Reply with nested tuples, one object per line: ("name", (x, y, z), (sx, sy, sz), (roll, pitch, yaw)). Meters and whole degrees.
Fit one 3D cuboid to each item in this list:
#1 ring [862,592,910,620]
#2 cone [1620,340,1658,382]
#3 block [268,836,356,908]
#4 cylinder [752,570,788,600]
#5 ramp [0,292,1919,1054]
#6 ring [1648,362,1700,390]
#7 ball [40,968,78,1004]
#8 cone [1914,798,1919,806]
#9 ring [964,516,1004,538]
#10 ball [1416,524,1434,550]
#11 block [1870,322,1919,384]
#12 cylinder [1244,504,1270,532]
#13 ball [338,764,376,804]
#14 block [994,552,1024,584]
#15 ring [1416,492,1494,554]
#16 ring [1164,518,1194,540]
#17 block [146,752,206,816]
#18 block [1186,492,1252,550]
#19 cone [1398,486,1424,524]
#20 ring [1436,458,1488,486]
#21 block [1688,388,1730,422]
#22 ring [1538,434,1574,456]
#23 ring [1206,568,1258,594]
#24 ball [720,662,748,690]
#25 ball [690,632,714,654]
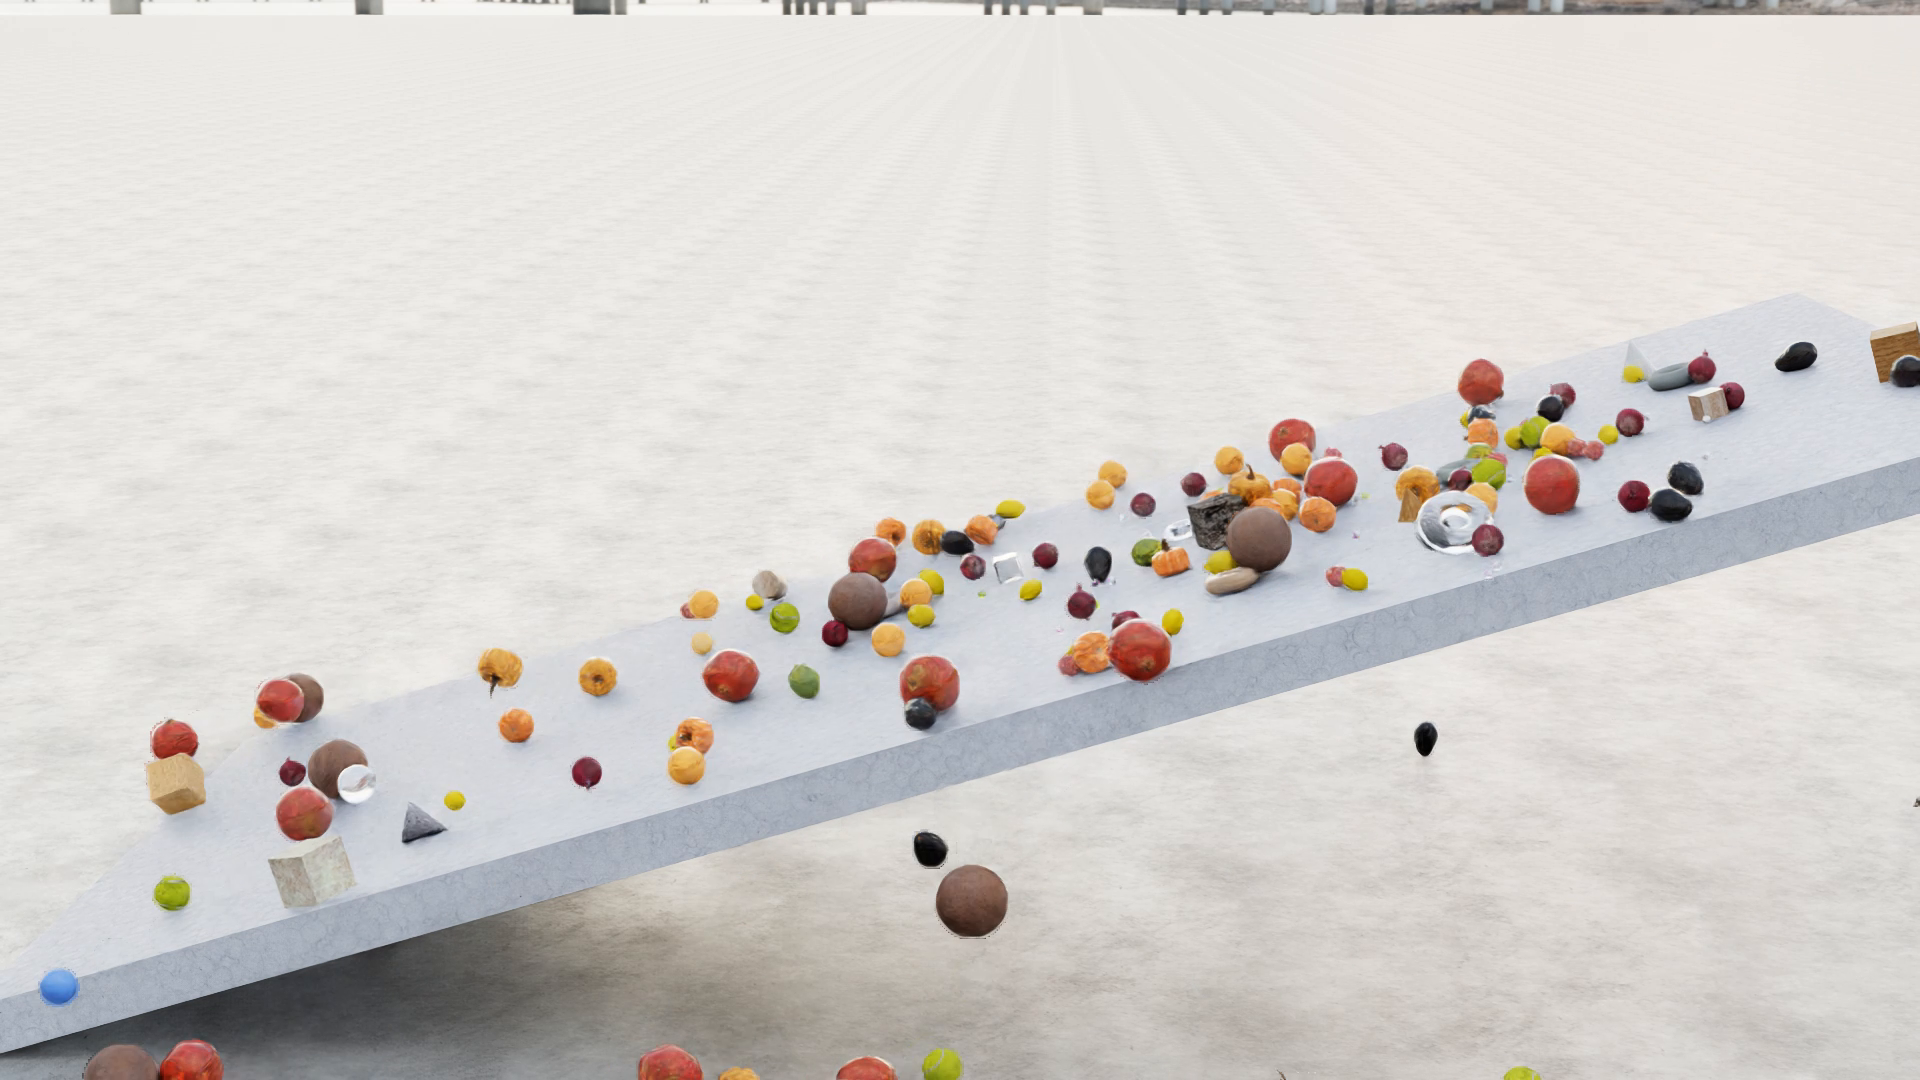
("ring", (-0.164, 0.146, 6.566), (0.112, 0.037, 0.112), (-16, 11, 3))
("cone", (1.527, -0.413, 6.657), (0.090, 0.090, 0.090), (-16, 10, 3))
("block", (-1.215, 0.623, 5.521), (0.099, 0.099, 0.099), (-9, 13, 39))
("cylinder", (-0.458, 0.109, 7.115), (0.068, 0.068, 0.068), (3, -5, 18))
("ramp", (0.092, 0.186, 6.318), (4.000, 0.100, 2.000), (-16, 10, 5))
("ring", (1.565, -0.358, 6.444), (0.115, 0.038, 0.115), (-18, 10, 3))
("ball", (-1.663, 0.824, 5.427), (0.065, 0.065, 0.065), (0, 11, 0))
("cone", (2.366, 0.644, 7.170), (0.053, 0.053, 0.053), (41, 32, 28))
("ring", (0.061, -0.034, 7.189), (0.103, 0.034, 0.103), (-17, 8, 3))
("ball", (0.899, -0.014, 5.586), (0.067, 0.067, 0.067), (0, 11, 0))
("block", (1.873, -0.375, 5.871), (0.090, 0.090, 0.090), (-13, 11, 22))
("cylinder", (0.625, -0.047, 6.258), (0.054, 0.054, 0.054), (-3, 11, -17))
("ball", (-1.161, 0.471, 5.664), (0.075, 0.075, 0.075), (0, 11, 0))
("block", (0.107, 0.062, 6.531), (0.052, 0.052, 0.052), (-16, 10, 7))
("ring", (0.930, -0.033, 5.524), (0.143, 0.048, 0.143), (-3, 48, 4))
("ring", (0.488, -0.023, 6.432), (0.087, 0.029, 0.087), (-18, 11, 3))
("block", (-1.788, 0.557, 6.714), (0.092, 0.092, 0.092), (-20, -32, 6))
("block", (0.549, -0.039, 6.233), (0.092, 0.092, 0.092), (-19, 10, -13))
("cone", (0.906, -0.077, 5.915), (0.068, 0.068, 0.068), (-16, 10, 3))
("ring", (1.046, -0.141, 6.123), (0.114, 0.038, 0.114), (-15, 9, 3))
("block", (1.529, -0.277, 6.011), (0.054, 0.054, 0.054), (-19, 10, -11))
("ring", (1.243, -0.198, 6.139), (0.077, 0.026, 0.077), (-19, 13, 4))
("ring", (0.531, 0.080, 5.764), (0.106, 0.035, 0.106), (-15, 5, 1))
("ball", (-0.480, 0.289, 6.238), (0.062, 0.062, 0.062), (0, 11, 0))
("ball", (-0.592, 0.237, 6.745), (0.051, 0.051, 0.051), (0, 11, 0))
